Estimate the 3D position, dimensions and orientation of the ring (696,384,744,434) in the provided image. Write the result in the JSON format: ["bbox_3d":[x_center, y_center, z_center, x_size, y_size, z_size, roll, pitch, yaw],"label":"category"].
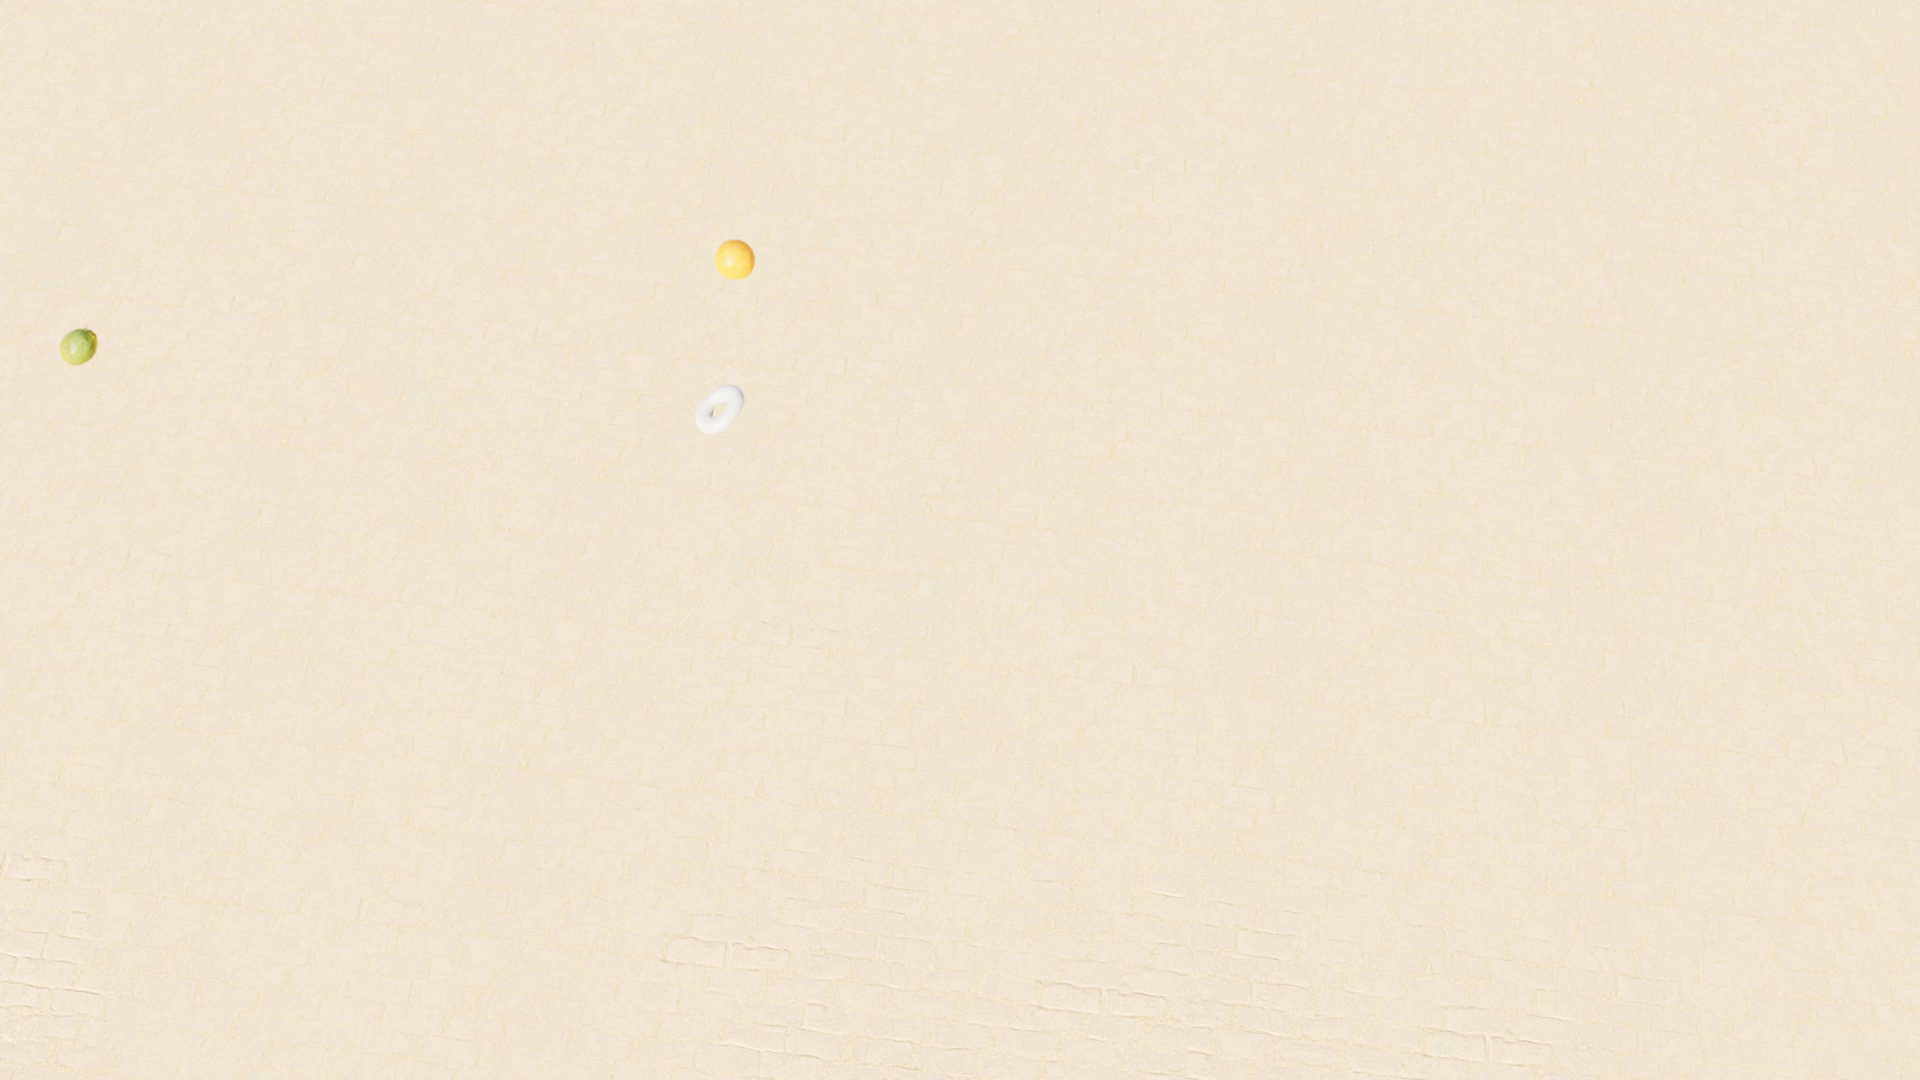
[{"bbox_3d":[-0.476,-0.260,4.372,0.116,0.029,0.089,-43,57,5],"label":"ring"}]
